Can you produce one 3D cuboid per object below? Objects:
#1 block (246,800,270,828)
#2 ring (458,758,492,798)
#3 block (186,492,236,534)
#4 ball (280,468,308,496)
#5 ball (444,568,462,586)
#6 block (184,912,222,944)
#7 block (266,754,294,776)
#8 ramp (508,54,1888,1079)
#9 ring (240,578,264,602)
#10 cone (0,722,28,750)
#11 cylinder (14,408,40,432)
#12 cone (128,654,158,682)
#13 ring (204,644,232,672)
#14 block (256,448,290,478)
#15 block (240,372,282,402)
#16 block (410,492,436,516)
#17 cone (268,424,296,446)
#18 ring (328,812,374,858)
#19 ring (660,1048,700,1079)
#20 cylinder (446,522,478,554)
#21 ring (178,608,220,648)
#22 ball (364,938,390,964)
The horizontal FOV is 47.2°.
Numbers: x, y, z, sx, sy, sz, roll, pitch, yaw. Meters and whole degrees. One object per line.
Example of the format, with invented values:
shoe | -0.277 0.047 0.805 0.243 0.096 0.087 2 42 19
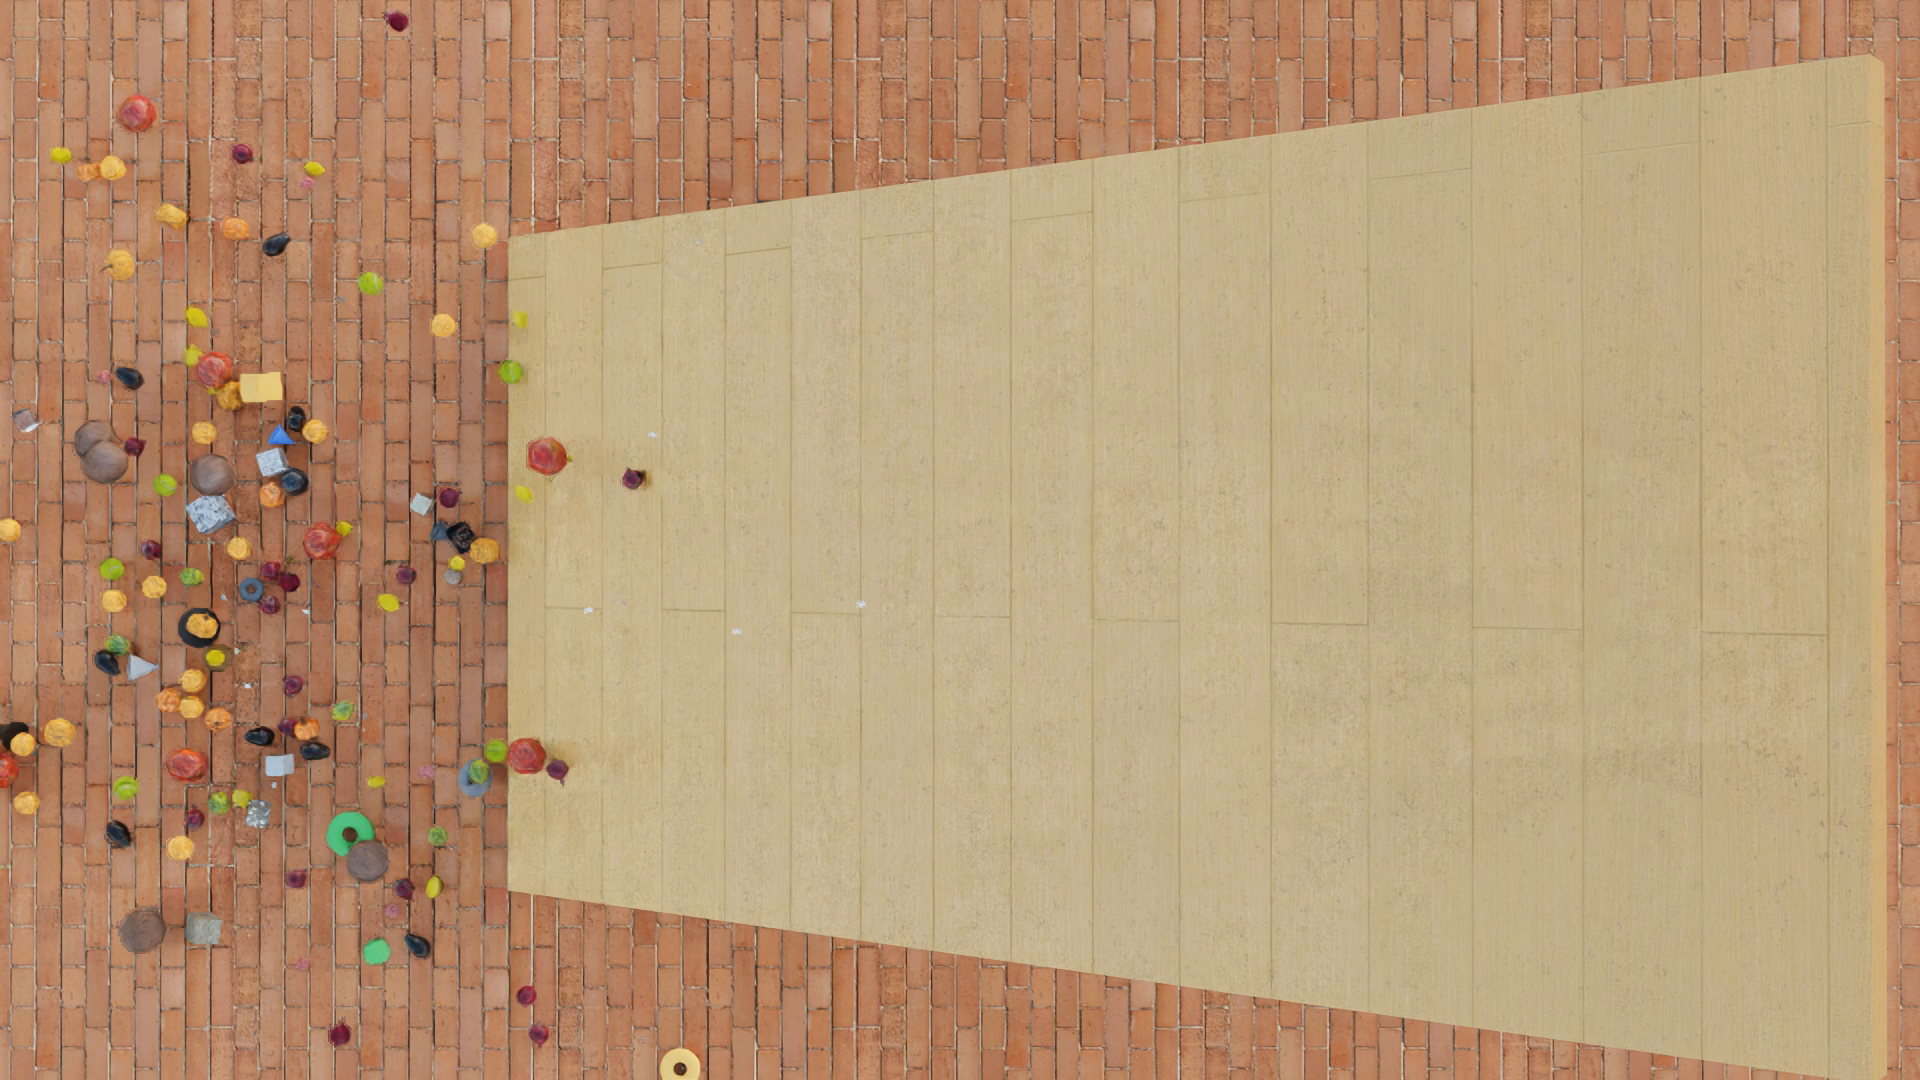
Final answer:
block | -2.155 0.840 6.752 0.063 0.063 0.063 10 102 -18
ring | -1.492 0.732 6.767 0.120 0.040 0.120 -8 71 24
block | -2.304 -0.085 6.765 0.094 0.094 0.094 -30 90 0
ball | -2.050 -0.179 6.770 0.084 0.084 0.084 0 90 0
ball | -1.563 0.112 6.784 0.054 0.054 0.054 0 90 0
block | -2.323 1.191 6.747 0.076 0.076 0.076 5 97 -43
block | -2.094 0.691 6.771 0.059 0.059 0.059 -1 90 15
ramp | 0.224 0.064 5.540 4.000 0.100 2.000 0 90 38
ring | -2.190 0.155 6.798 0.078 0.026 0.078 0 90 1
cone | -2.944 0.587 6.786 0.093 0.093 0.093 23 90 27
cylinder | -2.881 -0.371 6.785 0.057 0.057 0.057 -29 90 0
cone | -2.519 0.393 6.789 0.089 0.089 0.089 1 90 -27
ring | -2.293 0.364 6.794 0.089 0.030 0.089 0 88 0
block | -2.116 -0.238 6.779 0.069 0.069 0.069 -18 90 0
block | -2.145 -0.469 6.750 0.085 0.085 0.085 0 96 33
block | -1.658 -0.110 6.786 0.052 0.052 0.052 28 90 0
cone | -2.088 -0.311 6.798 0.071 0.071 0.071 31 90 -26
ring | -1.879 0.909 6.780 0.144 0.048 0.144 0 94 -1
ring | -0.863 1.630 6.780 0.126 0.042 0.126 0 91 0
cylinder | -1.530 -0.008 6.761 0.072 0.072 0.072 -30 116 0
ring | -2.343 0.269 6.771 0.125 0.042 0.125 5 79 -28
ball | -1.793 1.266 6.764 0.078 0.078 0.078 0 90 0
